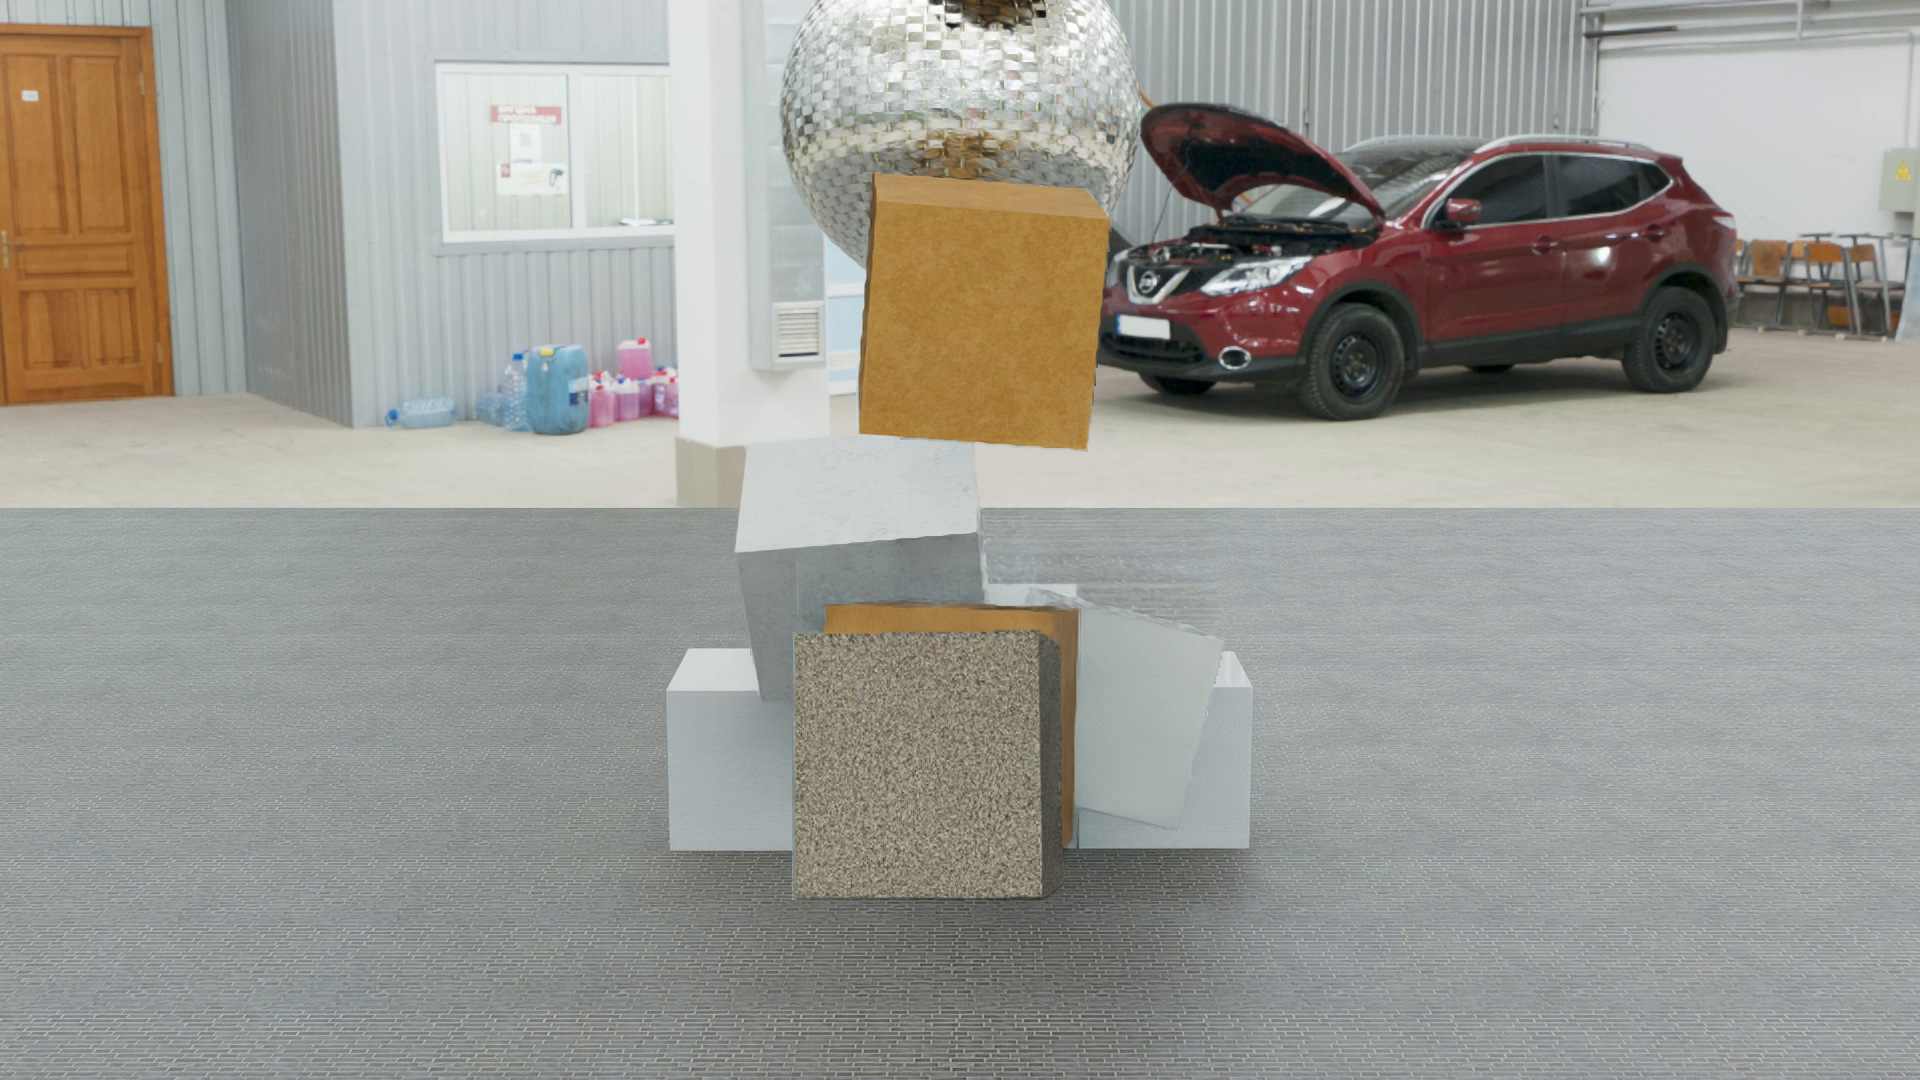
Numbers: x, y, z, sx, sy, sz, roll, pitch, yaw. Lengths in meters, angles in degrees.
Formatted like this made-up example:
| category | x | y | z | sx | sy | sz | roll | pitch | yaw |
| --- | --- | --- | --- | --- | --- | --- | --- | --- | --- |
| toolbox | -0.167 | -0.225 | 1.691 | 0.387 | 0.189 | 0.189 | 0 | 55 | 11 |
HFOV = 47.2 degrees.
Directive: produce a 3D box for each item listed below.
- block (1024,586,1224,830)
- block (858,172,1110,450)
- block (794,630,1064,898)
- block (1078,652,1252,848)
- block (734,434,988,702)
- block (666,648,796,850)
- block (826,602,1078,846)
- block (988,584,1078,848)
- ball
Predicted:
| category | x | y | z | sx | sy | sz | roll | pitch | yaw |
| --- | --- | --- | --- | --- | --- | --- | --- | --- | --- |
| block | 0.632 | 0.738 | 9.967 | 0.795 | 0.849 | 0.870 | 14 | 1 | -4 |
| block | 0.062 | -0.862 | 8.128 | 0.814 | 0.827 | 0.831 | 4 | 16 | -4 |
| block | -0.086 | 0.790 | 7.741 | 0.820 | 0.875 | 0.942 | -1 | -6 | 7 |
| block | 1.024 | 1.069 | 11.356 | 0.856 | 0.834 | 0.779 | 0 | 10 | 0 |
| block | -0.440 | 0.107 | 10.560 | 1.102 | 0.867 | 0.934 | -5 | 34 | 2 |
| block | -0.925 | 1.068 | 11.387 | 1.054 | 0.824 | 0.912 | 0 | 10 | 0 |
| block | -0.019 | 0.755 | 8.922 | 0.883 | 0.973 | 1.007 | 1 | -1 | 9 |
| block | 0.100 | 0.886 | 11.099 | 0.974 | 1.034 | 0.840 | 0 | 34 | 0 |
| ball | 0.000 | -1.879 | 9.722 | 1.600 | 1.600 | 1.600 | 0 | 10 | 0 |
